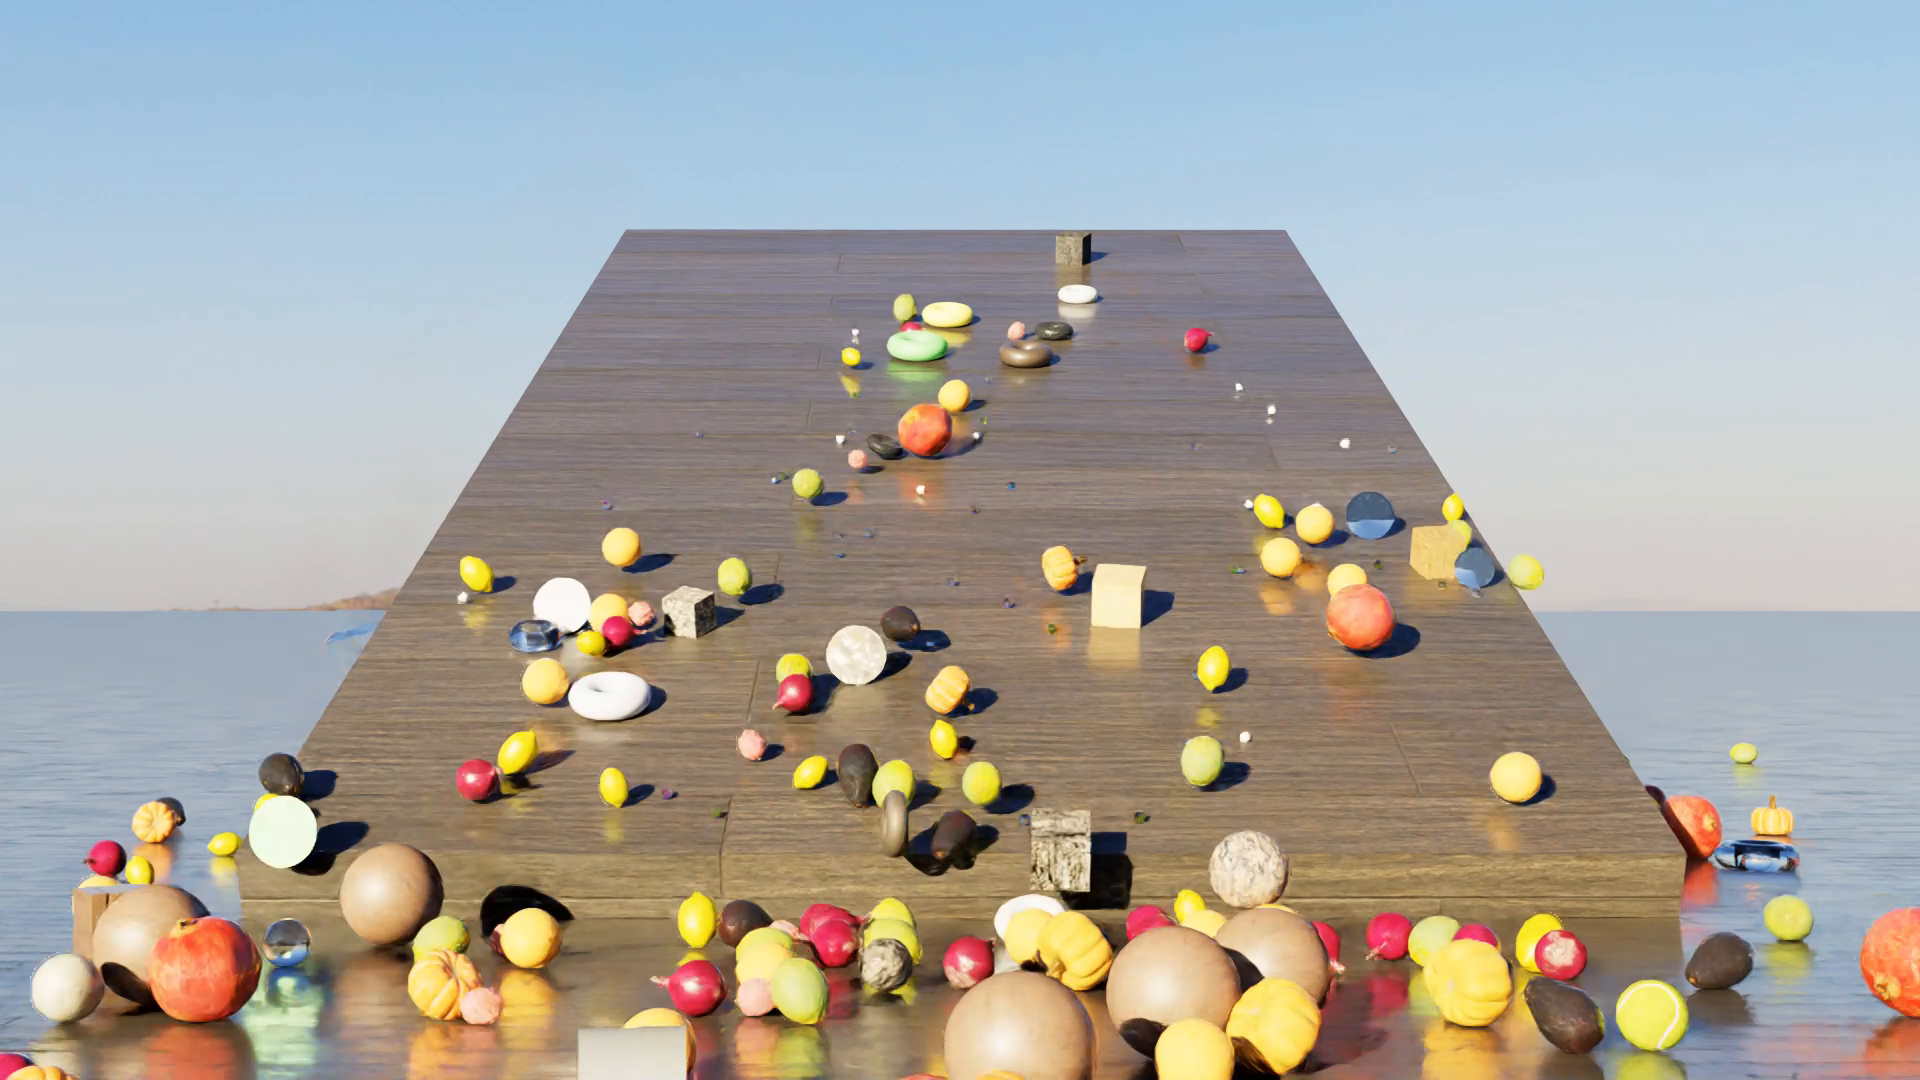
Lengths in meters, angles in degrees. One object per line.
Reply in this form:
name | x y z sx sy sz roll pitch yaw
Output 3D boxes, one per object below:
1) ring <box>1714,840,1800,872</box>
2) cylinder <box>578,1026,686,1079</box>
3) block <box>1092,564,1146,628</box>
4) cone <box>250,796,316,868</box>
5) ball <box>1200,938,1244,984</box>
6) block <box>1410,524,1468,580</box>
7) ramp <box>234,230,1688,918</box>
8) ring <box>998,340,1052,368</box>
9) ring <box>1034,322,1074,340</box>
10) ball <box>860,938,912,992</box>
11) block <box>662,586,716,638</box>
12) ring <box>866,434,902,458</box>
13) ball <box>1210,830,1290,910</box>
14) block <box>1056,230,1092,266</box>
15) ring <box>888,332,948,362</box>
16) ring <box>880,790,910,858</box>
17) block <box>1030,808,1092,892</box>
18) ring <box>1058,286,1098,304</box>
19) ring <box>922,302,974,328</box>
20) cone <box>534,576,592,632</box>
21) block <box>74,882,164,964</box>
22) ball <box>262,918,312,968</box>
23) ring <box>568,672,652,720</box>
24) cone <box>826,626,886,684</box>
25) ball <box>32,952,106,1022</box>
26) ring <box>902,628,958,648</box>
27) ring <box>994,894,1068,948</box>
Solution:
ring | 1.316 0.521 3.744 0.134 0.045 0.134 1 -2 0
cylinder | -0.270 0.446 1.870 0.087 0.087 0.087 0 -2 -8
block | 0.274 0.097 3.921 0.083 0.083 0.083 3 20 9
cone | -0.915 0.403 3.137 0.097 0.097 0.097 0 -7 8
ball | 0.303 0.486 2.618 0.051 0.051 0.051 0 -2 0
block | 0.874 0.022 4.143 0.074 0.074 0.074 -5 21 -12
ramp | -0.005 -0.208 5.019 2.000 0.100 4.000 0 20 0
ring | 0.158 -0.448 5.469 0.132 0.044 0.132 1 19 0
ring | 0.236 -0.526 5.698 0.098 0.033 0.098 1 19 0
ball | -0.084 0.479 2.559 0.061 0.061 0.061 0 -2 0
block | -0.462 0.123 3.873 0.064 0.064 0.064 10 22 25
ring | -0.159 -0.198 4.773 0.081 0.027 0.081 23 17 -8
ball | 0.342 0.390 2.678 0.094 0.094 0.094 0 -2 0
block | 0.324 -0.833 6.469 0.079 0.079 0.079 8 21 20
ring | -0.105 -0.472 5.526 0.147 0.049 0.147 1 20 0
ring | -0.088 0.383 3.055 0.031 0.093 0.093 2 -2 -8
block | 0.135 0.418 3.063 0.079 0.079 0.079 1 27 1
ring | 0.315 -0.654 6.044 0.106 0.035 0.106 1 19 0
ring | -0.032 -0.578 5.824 0.131 0.044 0.131 1 19 0
cone | -0.675 0.118 3.918 0.097 0.097 0.097 0 -9 3
block | -1.041 0.474 2.805 0.085 0.085 0.085 1 -2 -35
ball | -0.810 0.485 2.730 0.058 0.058 0.058 0 -2 0
ring | -0.551 0.245 3.571 0.130 0.043 0.130 1 19 0
cone | -0.175 0.192 3.717 0.096 0.096 0.096 0 -7 -9
ball | -0.933 0.468 2.373 0.072 0.072 0.072 0 -2 0
ring | -0.050 0.169 3.822 0.095 0.032 0.095 0 -12 0
ring | 0.092 0.490 2.920 0.096 0.032 0.096 -4 24 2
